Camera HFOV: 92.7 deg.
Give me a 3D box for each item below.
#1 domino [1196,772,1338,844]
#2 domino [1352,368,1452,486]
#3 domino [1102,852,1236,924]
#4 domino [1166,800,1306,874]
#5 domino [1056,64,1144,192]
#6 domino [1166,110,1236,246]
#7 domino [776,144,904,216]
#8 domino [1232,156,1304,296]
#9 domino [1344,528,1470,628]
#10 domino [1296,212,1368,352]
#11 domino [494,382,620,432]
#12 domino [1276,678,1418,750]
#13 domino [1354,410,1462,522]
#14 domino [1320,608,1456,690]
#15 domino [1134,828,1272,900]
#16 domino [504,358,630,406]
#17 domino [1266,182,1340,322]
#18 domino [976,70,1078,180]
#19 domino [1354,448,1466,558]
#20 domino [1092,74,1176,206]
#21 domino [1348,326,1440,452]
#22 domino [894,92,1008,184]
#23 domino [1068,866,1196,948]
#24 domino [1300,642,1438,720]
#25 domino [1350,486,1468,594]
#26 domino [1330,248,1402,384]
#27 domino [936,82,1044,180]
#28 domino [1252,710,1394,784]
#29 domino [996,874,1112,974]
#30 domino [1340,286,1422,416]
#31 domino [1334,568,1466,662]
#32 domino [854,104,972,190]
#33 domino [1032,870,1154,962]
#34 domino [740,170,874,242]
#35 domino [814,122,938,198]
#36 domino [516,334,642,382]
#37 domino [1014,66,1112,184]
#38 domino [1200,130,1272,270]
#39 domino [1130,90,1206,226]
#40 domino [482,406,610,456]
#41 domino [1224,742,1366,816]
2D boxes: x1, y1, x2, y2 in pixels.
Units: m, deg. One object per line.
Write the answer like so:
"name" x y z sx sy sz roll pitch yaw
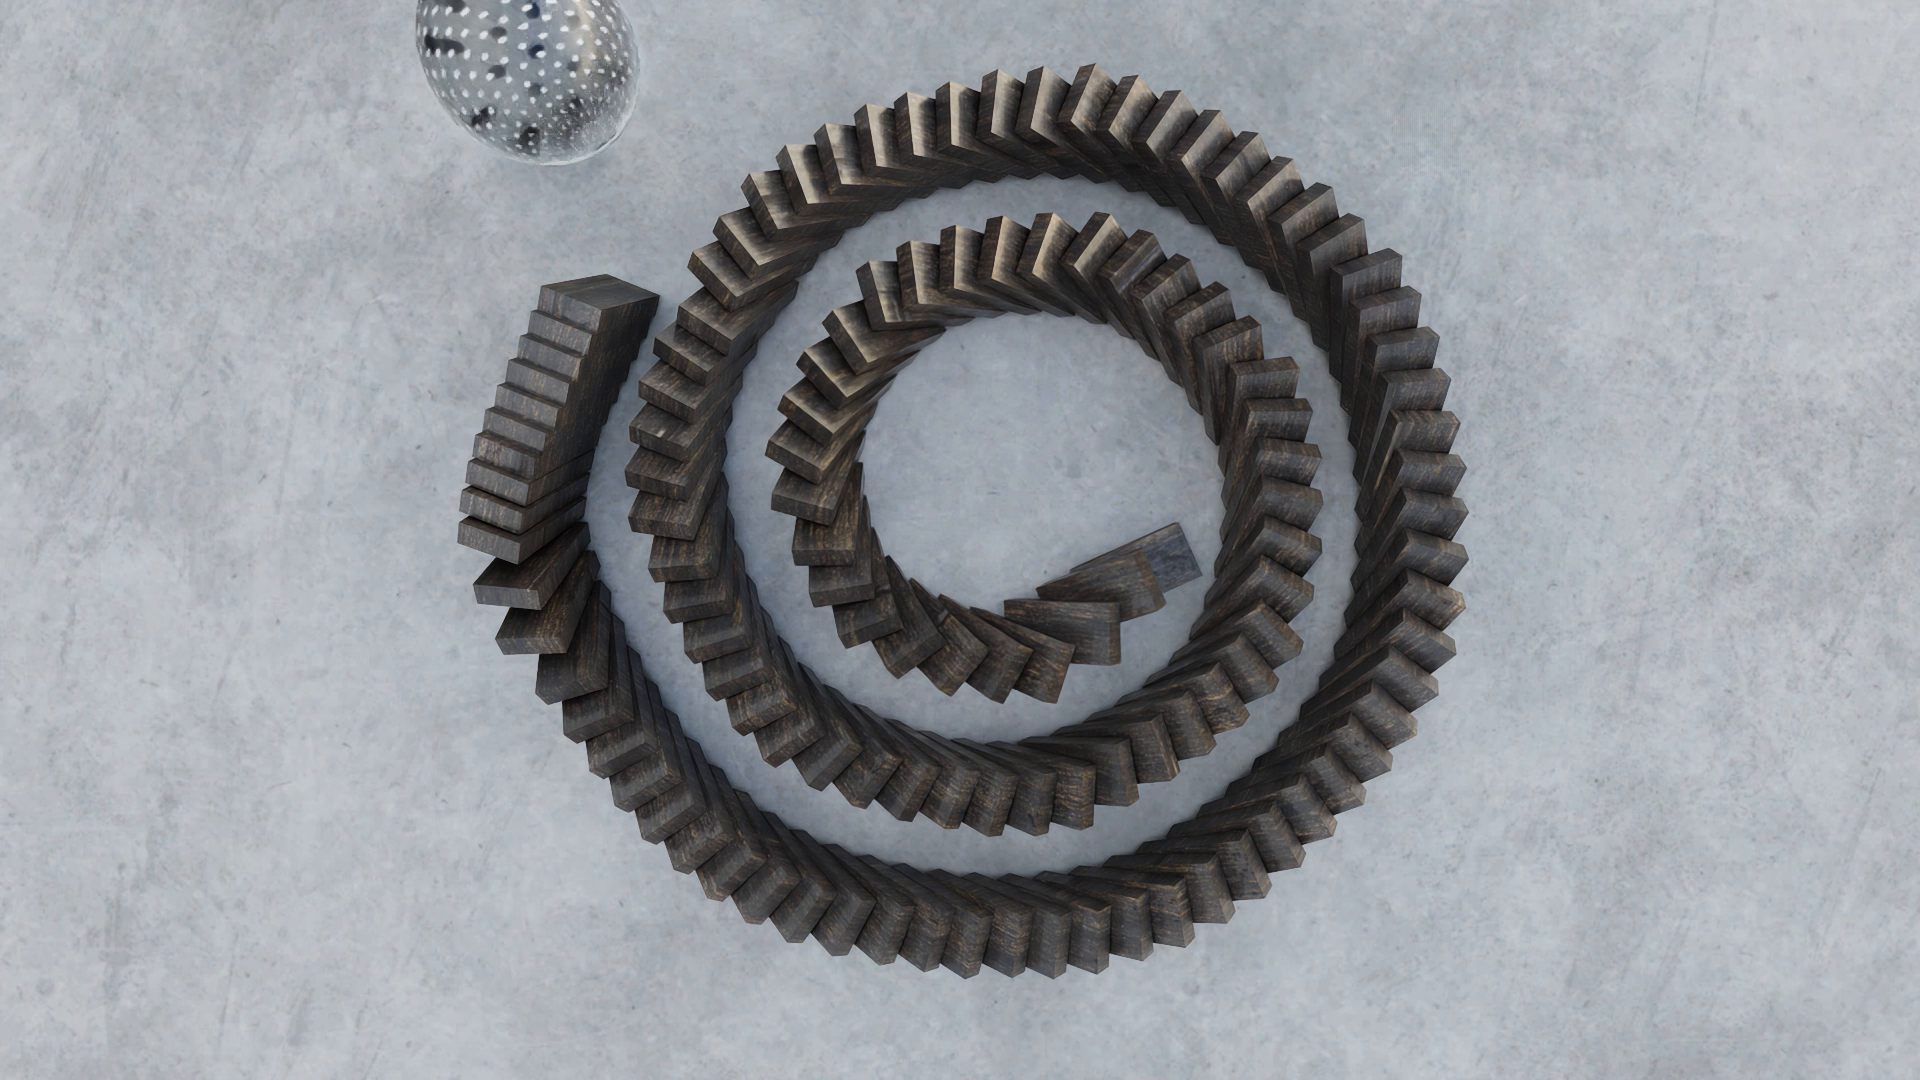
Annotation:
"domino" 0.127 0.116 0.381 0.050 0.010 0.025 -35 90 38
"domino" 0.183 -0.046 0.381 0.025 0.010 0.050 -4 129 0
"domino" 0.086 0.145 0.381 0.050 0.010 0.025 -18 90 39
"domino" 0.114 0.127 0.381 0.050 0.010 0.025 -30 90 38
"domino" 0.064 -0.170 0.380 0.050 0.009 0.025 24 89 -39
"domino" 0.108 -0.149 0.381 0.025 0.010 0.050 -51 129 0
"domino" -0.049 -0.150 0.380 0.050 0.010 0.025 -20 89 -39
"domino" 0.134 -0.130 0.381 0.025 0.009 0.050 -43 129 0
"domino" 0.184 0.020 0.381 0.025 0.010 0.050 17 129 0
"domino" 0.157 -0.106 0.380 0.025 0.009 0.050 -31 130 0
"domino" -0.163 -0.060 0.375 0.025 0.050 0.010 22 113 0
"domino" 0.160 0.081 0.381 0.025 0.010 0.050 43 129 0
"domino" 0.185 -0.030 0.381 0.025 0.010 0.050 1 129 0
"domino" 0.176 0.052 0.380 0.025 0.009 0.050 32 129 -1
"domino" 0.100 0.137 0.381 0.050 0.010 0.025 -24 90 39
"domino" -0.159 -0.069 0.375 0.025 0.050 0.009 22 113 0
"domino" 0.146 -0.119 0.381 0.025 0.010 0.050 -36 129 0
"domino" 0.030 -0.171 0.381 0.050 0.009 0.025 6 90 -39
"domino" 0.186 -0.013 0.381 0.025 0.010 0.050 6 128 0
"domino" 0.079 -0.165 0.381 0.050 0.010 0.025 29 89 -39
"domino" 0.179 -0.062 0.381 0.025 0.009 0.050 -8 129 -1
"domino" -0.003 -0.166 0.381 0.050 0.010 0.025 -6 90 -39
"domino" 0.070 0.151 0.381 0.050 0.009 0.025 -10 90 39
"domino" 0.169 0.067 0.381 0.025 0.010 0.050 37 129 -1
"domino" 0.186 0.003 0.381 0.025 0.010 0.050 11 128 0
"domino" 0.168 -0.092 0.380 0.025 0.010 0.050 -19 129 0
"domino" 0.013 -0.169 0.381 0.050 0.009 0.025 -2 90 -39
"domino" 0.149 0.093 0.381 0.025 0.009 0.050 47 129 0
"domino" 0.038 0.158 0.381 0.050 0.009 0.025 2 90 38
"domino" 0.174 -0.078 0.380 0.025 0.009 0.050 -15 129 -1
"domino" 0.181 0.036 0.380 0.025 0.010 0.050 24 129 0
"domino" -0.019 -0.163 0.381 0.050 0.009 0.025 -10 90 -39
"domino" 0.055 0.155 0.381 0.050 0.009 0.025 -5 90 39
"domino" -0.063 -0.141 0.380 0.050 0.010 0.025 -27 89 -39
"domino" -0.034 -0.157 0.381 0.050 0.009 0.025 -15 90 -39
"domino" -0.155 -0.079 0.375 0.025 0.050 0.009 22 113 0
"domino" 0.046 -0.171 0.380 0.050 0.010 0.025 12 90 -40
"domino" 0.121 -0.140 0.381 0.025 0.010 0.050 -47 129 0
"domino" 0.094 -0.158 0.381 0.050 0.010 0.025 35 90 -39
"domino" -0.168 -0.050 0.375 0.025 0.050 0.009 22 113 0
"domino" 0.139 0.105 0.381 0.025 0.010 0.050 51 128 0
